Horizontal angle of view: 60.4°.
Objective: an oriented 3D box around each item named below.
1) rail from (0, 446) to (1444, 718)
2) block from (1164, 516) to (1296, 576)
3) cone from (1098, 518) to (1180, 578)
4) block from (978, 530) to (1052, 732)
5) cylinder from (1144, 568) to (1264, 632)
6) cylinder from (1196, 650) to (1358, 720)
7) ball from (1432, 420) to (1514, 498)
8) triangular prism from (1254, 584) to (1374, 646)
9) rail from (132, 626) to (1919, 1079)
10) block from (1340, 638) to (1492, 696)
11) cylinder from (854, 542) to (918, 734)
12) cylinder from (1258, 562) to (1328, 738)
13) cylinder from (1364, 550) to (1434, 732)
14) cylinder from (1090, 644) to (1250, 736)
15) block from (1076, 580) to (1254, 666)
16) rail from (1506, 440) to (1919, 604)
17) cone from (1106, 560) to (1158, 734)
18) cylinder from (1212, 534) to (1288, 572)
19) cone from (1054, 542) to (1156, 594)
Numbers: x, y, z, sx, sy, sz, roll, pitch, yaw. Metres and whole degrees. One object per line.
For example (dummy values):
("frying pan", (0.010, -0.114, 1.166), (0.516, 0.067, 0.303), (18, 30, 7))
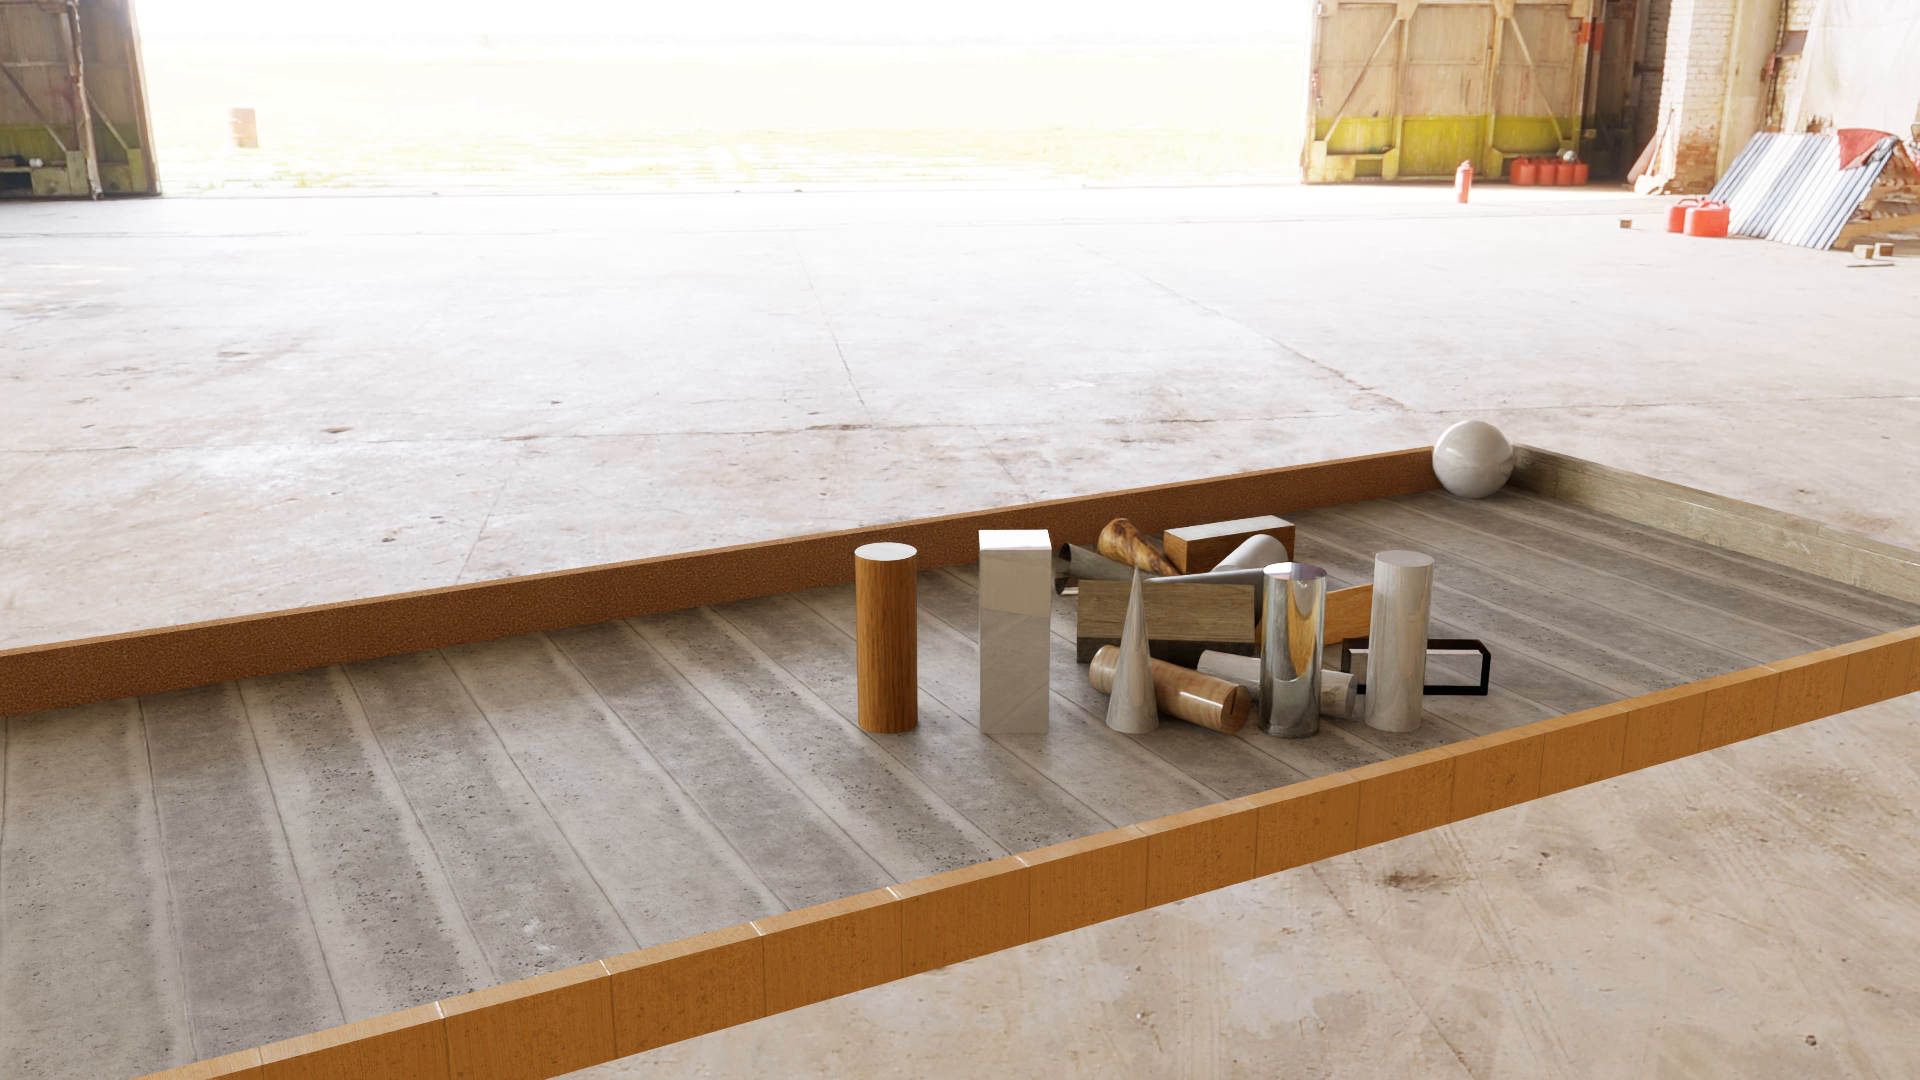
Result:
("rail", (-3.305, 0.497, 3.399), (12.000, 0.150, 0.050), (-9, 18, -27))
("block", (0.827, 0.021, 5.061), (0.397, 0.124, 0.124), (-8, 18, -25))
("cone", (0.583, 0.064, 5.016), (0.137, 0.137, 0.344), (-12, 32, -35))
("block", (0.125, 0.213, 3.845), (0.159, 0.443, 0.159), (0, 16, -1))
("cylinder", (0.680, 0.175, 4.457), (0.351, 0.171, 0.171), (-5, 17, -16))
("cylinder", (0.762, 0.347, 3.982), (0.367, 0.108, 0.108), (8, 18, 26))
("ball", (1.816, -0.286, 5.838), (0.276, 0.276, 0.276), (0, 16, 0))
("triangular prism", (0.974, 0.201, 4.446), (0.364, 0.120, 0.139), (-9, 19, -29))
("rail", (-2.336, 1.006, 1.665), (12.000, 0.150, 0.050), (-9, 18, -27))
("block", (1.128, 0.314, 4.095), (0.339, 0.108, 0.108), (0, 16, 1))
("cylinder", (-0.170, 0.228, 3.833), (0.141, 0.421, 0.141), (0, 16, 0))
("cylinder", (0.766, 0.255, 3.808), (0.142, 0.380, 0.142), (-1, 16, 0))
("cylinder", (1.021, 0.235, 3.842), (0.131, 0.402, 0.131), (0, 16, 0))
("cylinder", (0.497, 0.354, 3.937), (0.390, 0.120, 0.120), (15, 22, 42))
("block", (0.523, 0.216, 4.219), (0.442, 0.160, 0.160), (2, -28, 5))
("rail", (2.466, -0.048, 5.253), (0.050, 0.150, 2.100), (-9, 18, -27))
("cone", (0.406, 0.234, 3.829), (0.124, 0.411, 0.124), (0, 16, 0))
("cylinder", (0.829, 0.097, 4.762), (0.147, 0.147, 0.337), (8, 18, 25))
("cone", (0.480, 0.112, 4.840), (0.374, 0.154, 0.154), (9, 15, -12))
